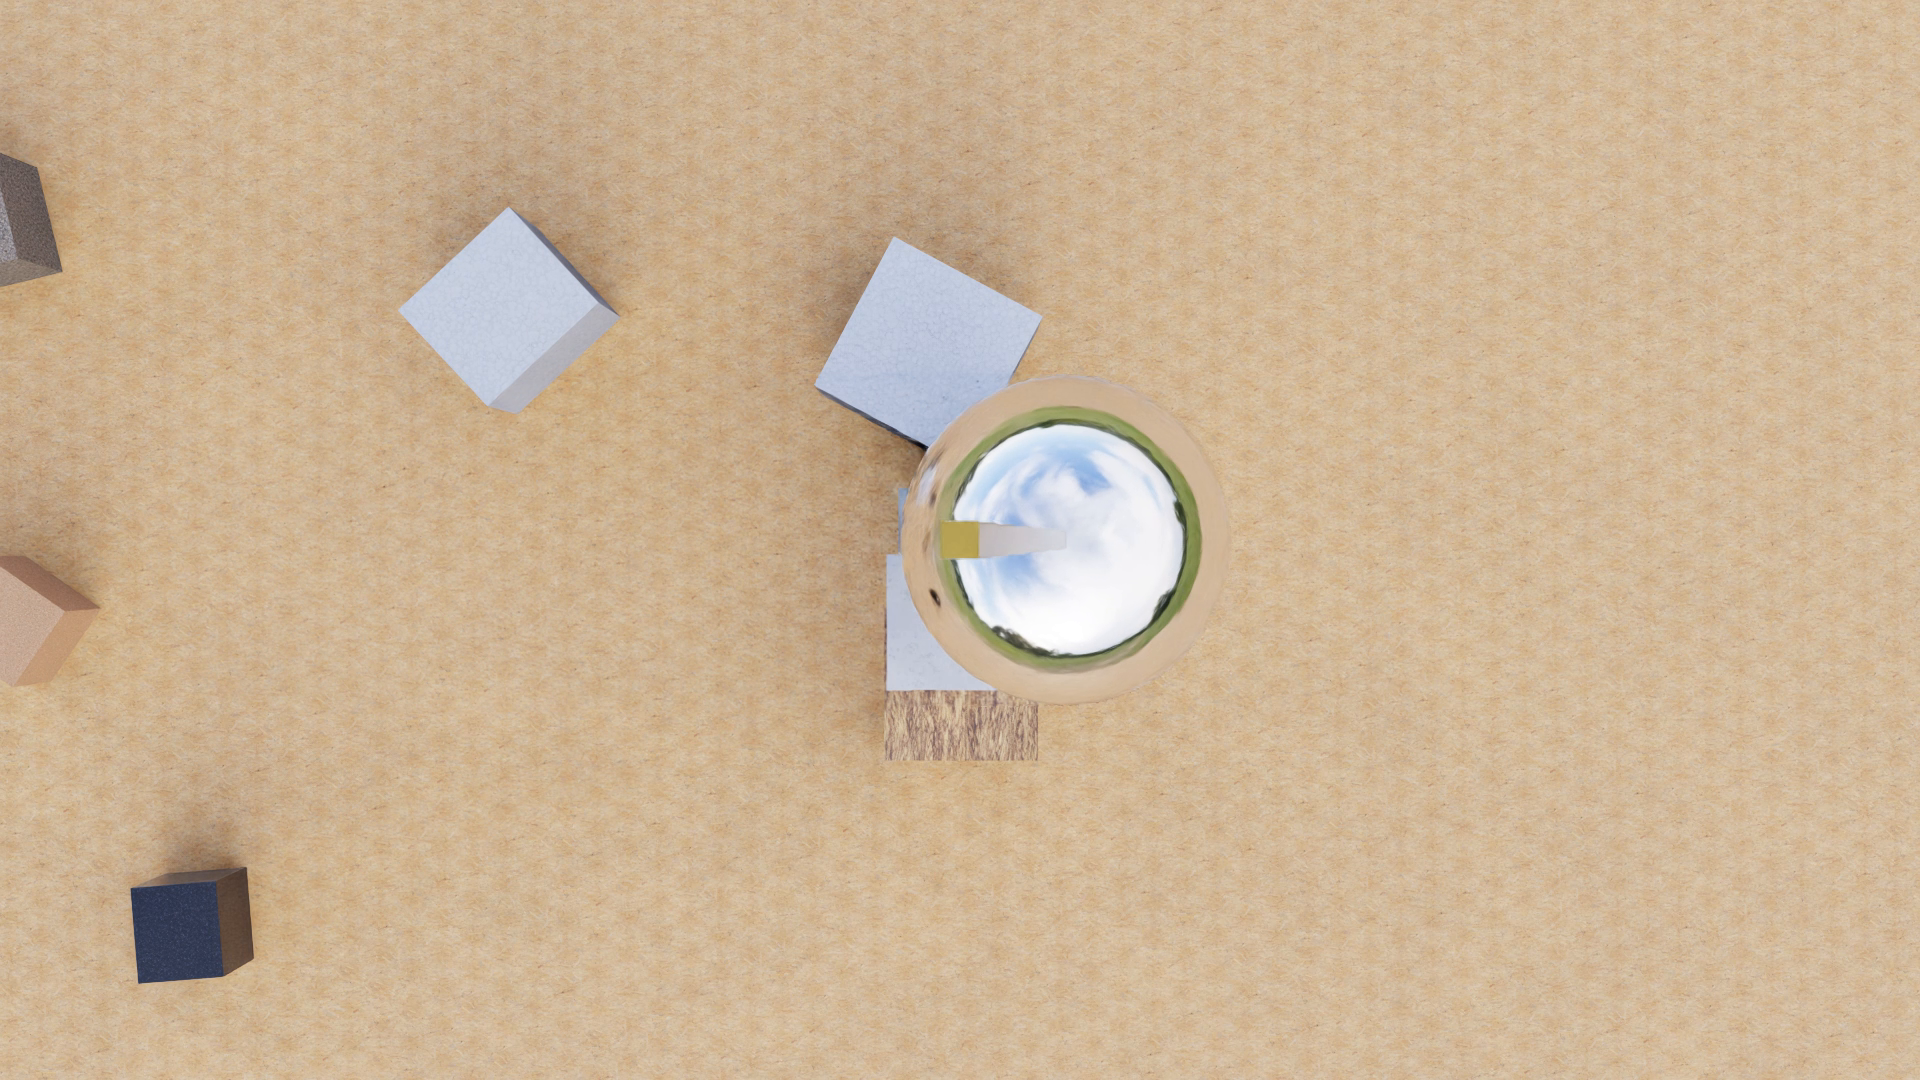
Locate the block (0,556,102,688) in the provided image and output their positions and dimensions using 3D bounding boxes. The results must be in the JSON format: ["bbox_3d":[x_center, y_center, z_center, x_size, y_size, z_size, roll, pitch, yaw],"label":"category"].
[{"bbox_3d":[-5.449,0.464,12.734,0.550,0.532,0.524,35,90,0],"label":"block"}]

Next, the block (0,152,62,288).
[{"bbox_3d":[-5.685,-1.818,12.689,0.630,0.622,0.636,-14,90,0],"label":"block"}]

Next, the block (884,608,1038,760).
[{"bbox_3d":[0.007,0.805,12.617,0.853,0.766,0.845,0,90,0],"label":"block"}]

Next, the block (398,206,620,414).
[{"bbox_3d":[-2.558,-1.294,12.588,0.841,0.825,0.727,-43,90,0],"label":"block"}]

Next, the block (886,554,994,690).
[{"bbox_3d":[-0.026,0.433,11.899,0.719,0.670,0.711,0,90,0],"label":"block"}]

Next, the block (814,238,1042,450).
[{"bbox_3d":[-0.174,-1.041,12.551,0.930,0.898,0.930,28,90,0],"label":"block"}]

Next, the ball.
[{"bbox_3d":[0.507,0.000,10.693,1.600,1.600,1.600,0,90,0],"label":"ball"}]

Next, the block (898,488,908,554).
[{"bbox_3d":[0.006,0.042,12.694,0.710,0.611,0.659,0,90,0],"label":"block"}]

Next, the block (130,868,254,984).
[{"bbox_3d":[-4.437,2.224,12.730,0.486,0.540,0.545,-5,90,0],"label":"block"}]

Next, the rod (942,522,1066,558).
[{"bbox_3d":[0.220,0.000,7.305,0.080,5.200,0.080,0,90,5],"label":"rod"}]
